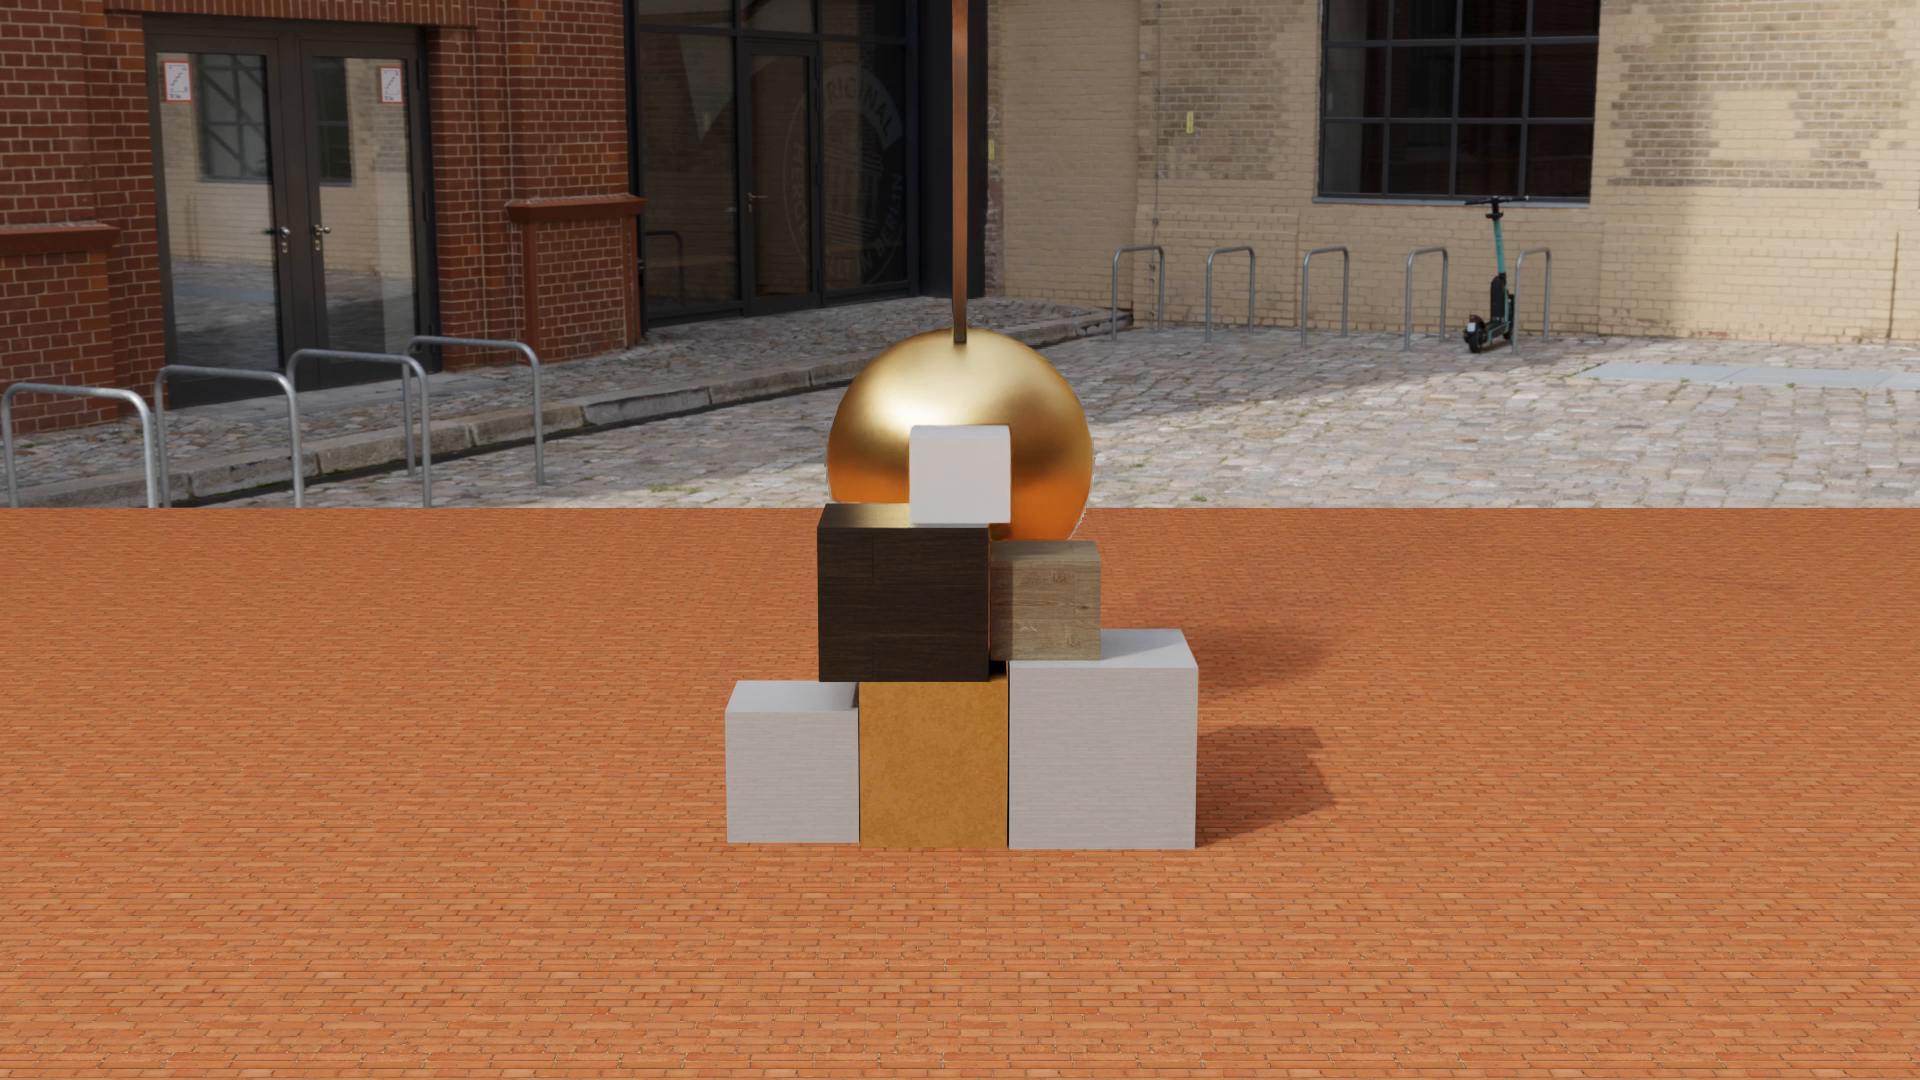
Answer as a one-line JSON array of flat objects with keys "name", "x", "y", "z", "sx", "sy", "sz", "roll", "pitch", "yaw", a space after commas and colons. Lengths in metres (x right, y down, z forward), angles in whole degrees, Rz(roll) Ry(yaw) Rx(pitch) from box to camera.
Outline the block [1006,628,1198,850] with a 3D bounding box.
[{"name": "block", "x": 0.712, "y": 1.013, "z": 11.383, "sx": 0.932, "sy": 0.935, "sz": 0.879, "roll": 0, "pitch": 10, "yaw": 0}]

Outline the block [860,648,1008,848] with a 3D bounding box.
[{"name": "block", "x": -0.132, "y": 1.059, "z": 11.362, "sx": 0.737, "sy": 0.852, "sz": 0.757, "roll": 0, "pitch": 10, "yaw": 0}]

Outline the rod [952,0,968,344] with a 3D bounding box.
[{"name": "rod", "x": 0.000, "y": -3.403, "z": 11.475, "sx": 0.080, "sy": 5.200, "sz": 0.080, "roll": 0, "pitch": 31, "yaw": 0}]

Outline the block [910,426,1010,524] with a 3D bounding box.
[{"name": "block", "x": 0.000, "y": -0.336, "z": 11.099, "sx": 0.497, "sy": 0.427, "sz": 0.470, "roll": 0, "pitch": 10, "yaw": 0}]

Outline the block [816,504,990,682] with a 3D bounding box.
[{"name": "block", "x": -0.280, "y": 0.257, "z": 11.214, "sx": 0.844, "sy": 0.779, "sz": 0.738, "roll": 0, "pitch": 10, "yaw": 0}]

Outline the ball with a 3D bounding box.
[{"name": "ball", "x": 0.000, "y": -0.474, "z": 13.202, "sx": 1.600, "sy": 1.600, "sz": 1.600, "roll": 0, "pitch": 10, "yaw": 0}]

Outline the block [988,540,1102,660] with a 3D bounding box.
[{"name": "block", "x": 0.427, "y": 0.305, "z": 11.249, "sx": 0.549, "sy": 0.507, "sz": 0.569, "roll": 0, "pitch": 10, "yaw": 0}]

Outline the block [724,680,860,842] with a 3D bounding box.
[{"name": "block", "x": -0.844, "y": 1.139, "z": 11.390, "sx": 0.667, "sy": 0.684, "sz": 0.646, "roll": 0, "pitch": 10, "yaw": 0}]
